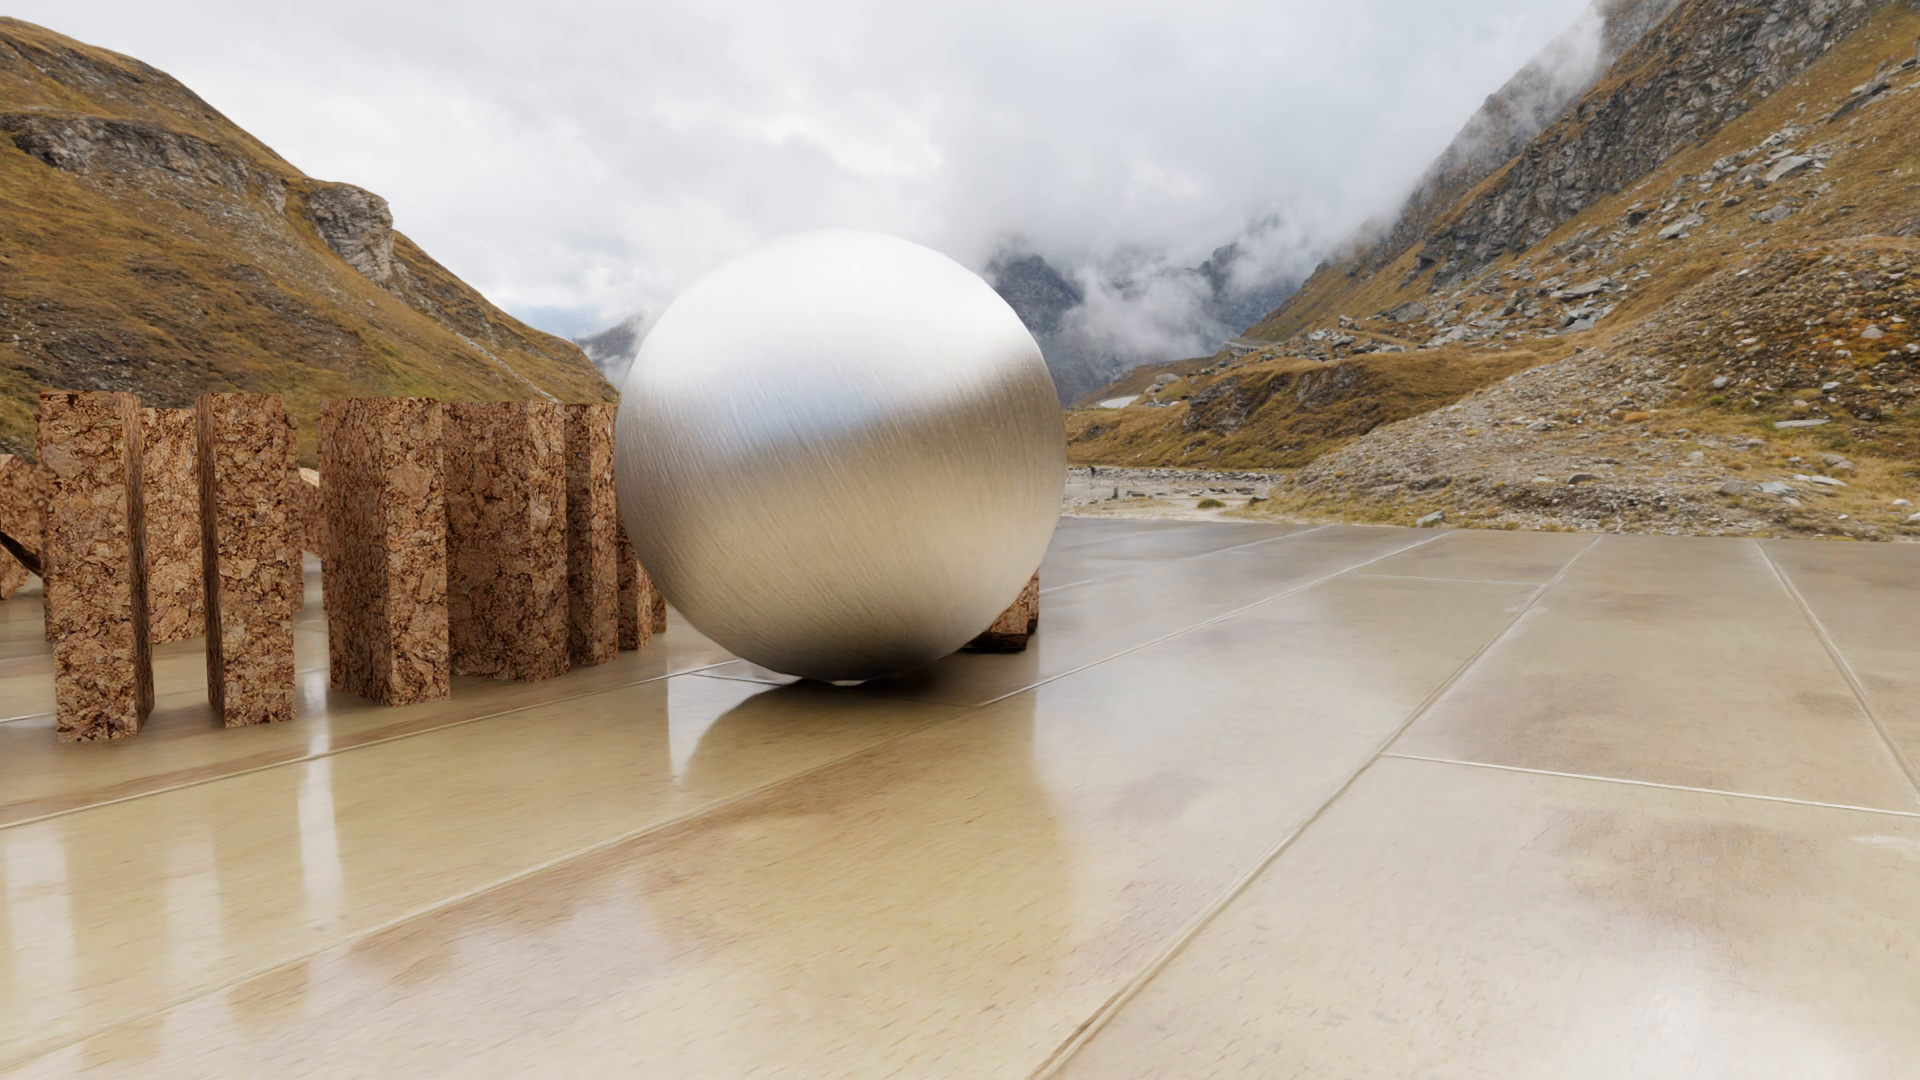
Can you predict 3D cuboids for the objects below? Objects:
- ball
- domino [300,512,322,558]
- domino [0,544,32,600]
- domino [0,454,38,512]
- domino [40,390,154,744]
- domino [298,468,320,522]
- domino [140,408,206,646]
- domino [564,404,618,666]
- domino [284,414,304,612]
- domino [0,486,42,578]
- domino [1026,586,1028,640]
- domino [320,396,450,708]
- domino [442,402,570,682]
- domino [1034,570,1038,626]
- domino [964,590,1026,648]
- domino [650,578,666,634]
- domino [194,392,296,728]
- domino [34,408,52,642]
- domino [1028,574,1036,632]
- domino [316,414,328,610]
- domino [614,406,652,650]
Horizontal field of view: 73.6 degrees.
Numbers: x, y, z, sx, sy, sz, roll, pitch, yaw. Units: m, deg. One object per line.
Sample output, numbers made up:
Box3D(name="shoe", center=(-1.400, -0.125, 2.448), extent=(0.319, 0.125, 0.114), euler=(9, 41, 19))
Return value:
Box3D(name="ball", center=(-0.021, -0.015, 0.230), extent=(0.080, 0.080, 0.080), euler=(0, 4, 0))
Box3D(name="domino", center=(-0.217, -0.006, 0.418), extent=(0.050, 0.009, 0.025), euler=(33, -6, -18))
Box3D(name="domino", center=(-0.277, -0.006, 0.343), extent=(0.025, 0.050, 0.010), euler=(2, 44, 26))
Box3D(name="domino", center=(-0.260, -0.005, 0.376), extent=(0.025, 0.010, 0.050), euler=(4, -35, 40))
Box3D(name="domino", center=(-0.130, 0.003, 0.194), extent=(0.010, 0.050, 0.025), euler=(-2, 5, -27))
Box3D(name="domino", center=(-0.199, -0.007, 0.426), extent=(0.050, 0.010, 0.025), euler=(32, -3, -12))
Box3D(name="domino", center=(-0.175, -0.003, 0.273), extent=(0.009, 0.050, 0.025), euler=(1, 4, 10))
Box3D(name="domino", center=(-0.081, -0.001, 0.251), extent=(0.025, 0.050, 0.009), euler=(1, 4, 13))
Box3D(name="domino", center=(-0.179, -0.007, 0.330), extent=(0.025, 0.050, 0.010), euler=(4, 6, 43))
Box3D(name="domino", center=(-0.269, -0.005, 0.362), extent=(0.025, 0.010, 0.050), euler=(3, -37, 35))
Box3D(name="domino", center=(0.003, -0.003, 0.284), extent=(0.025, 0.050, 0.009), euler=(0, -23, 3))
Box3D(name="domino", center=(-0.098, 0.001, 0.218), extent=(0.025, 0.050, 0.010), euler=(4, 6, 42))
Box3D(name="domino", center=(-0.086, 0.000, 0.237), extent=(0.025, 0.050, 0.010), euler=(2, 5, 22))
Box3D(name="domino", center=(0.006, -0.005, 0.306), extent=(0.025, 0.050, 0.009), euler=(0, -23, 3))
Box3D(name="domino", center=(0.002, -0.002, 0.274), extent=(0.025, 0.050, 0.010), euler=(0, -23, 3))
Box3D(name="domino", center=(-0.080, -0.004, 0.290), extent=(0.025, 0.050, 0.009), euler=(-1, 4, -11))
Box3D(name="domino", center=(-0.114, 0.002, 0.204), extent=(0.010, 0.050, 0.025), euler=(-3, 5, -36))
Box3D(name="domino", center=(-0.189, -0.004, 0.285), extent=(0.025, 0.050, 0.010), euler=(-2, 5, -30))
Box3D(name="domino", center=(0.005, -0.004, 0.295), extent=(0.025, 0.050, 0.010), euler=(0, -23, 3))
Box3D(name="domino", center=(-0.162, -0.008, 0.340), extent=(0.010, 0.050, 0.025), euler=(-1, 4, -16))
Box3D(name="domino", center=(-0.079, -0.003, 0.269), extent=(0.025, 0.050, 0.010), euler=(0, 4, 4))
